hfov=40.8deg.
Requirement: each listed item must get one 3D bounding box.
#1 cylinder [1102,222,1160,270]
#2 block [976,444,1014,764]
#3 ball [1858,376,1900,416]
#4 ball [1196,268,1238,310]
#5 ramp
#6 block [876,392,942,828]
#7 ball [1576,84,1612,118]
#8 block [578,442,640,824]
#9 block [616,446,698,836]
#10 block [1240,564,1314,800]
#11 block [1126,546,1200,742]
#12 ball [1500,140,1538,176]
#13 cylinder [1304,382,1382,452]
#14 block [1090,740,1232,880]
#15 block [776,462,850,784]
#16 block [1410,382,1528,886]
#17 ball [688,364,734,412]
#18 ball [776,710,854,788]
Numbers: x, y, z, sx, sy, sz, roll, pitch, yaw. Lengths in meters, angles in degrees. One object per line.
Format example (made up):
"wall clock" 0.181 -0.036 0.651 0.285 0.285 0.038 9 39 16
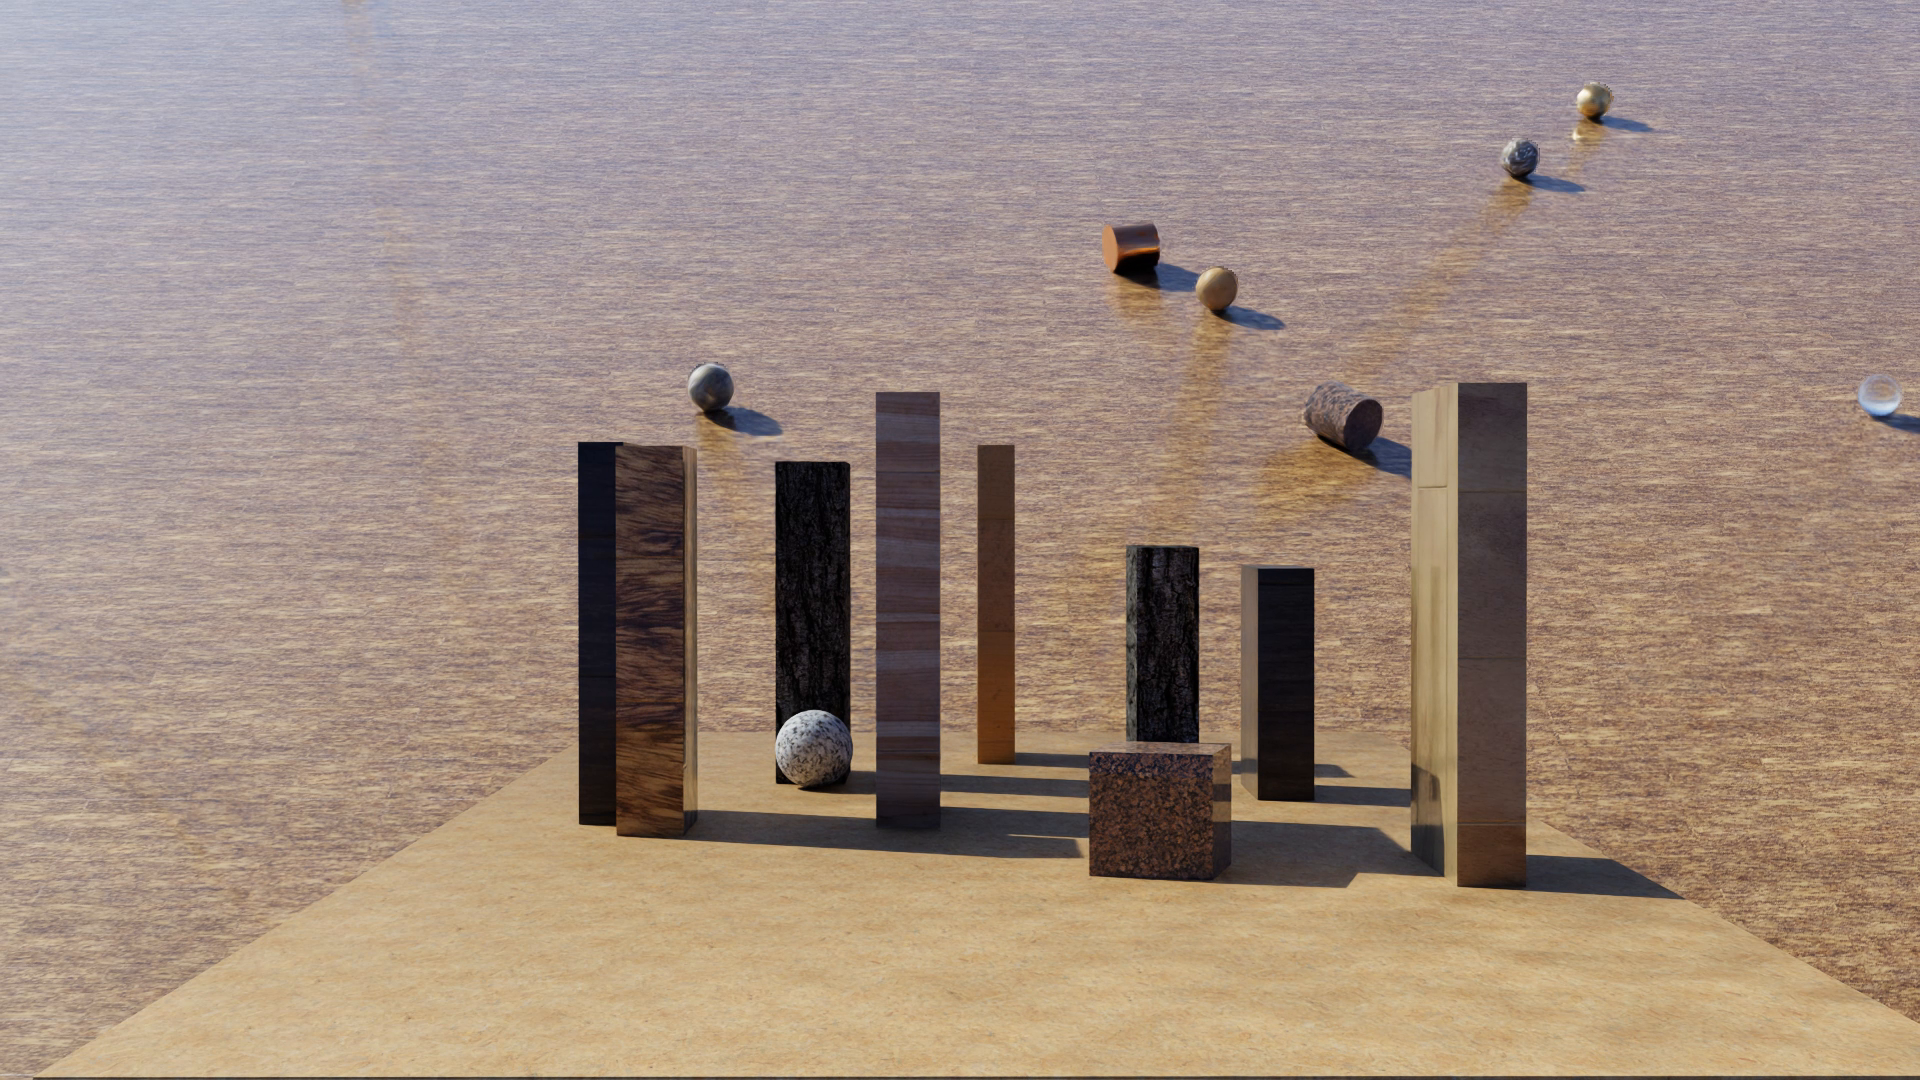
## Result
"cylinder" 0.637 -1.091 9.603 0.165 0.165 0.165 -8 29 -15
"block" 0.081 0.143 5.926 0.083 0.715 0.280 0 1 0
"ball" 3.013 -0.473 8.470 0.134 0.134 0.134 0 28 0
"ball" 0.919 -0.900 9.260 0.149 0.149 0.149 0 28 0
"ramp" 0.063 0.566 4.606 2.000 0.100 4.000 0 1 0
"block" -0.094 0.123 4.799 0.115 0.781 0.330 0 1 0
"ball" 2.730 -1.890 11.131 0.144 0.144 0.144 0 28 0
"block" -0.650 0.167 4.819 0.082 0.694 0.287 0 1 0
"block" -0.542 0.175 4.634 0.117 0.682 0.247 0 1 0
"block" 0.639 0.281 5.211 0.111 0.455 0.302 0 1 0
"block" 0.338 0.265 4.329 0.101 0.509 0.260 0 1 0
"ball" 2.270 -1.549 10.483 0.150 0.150 0.150 0 28 0
"cylinder" 1.229 -0.398 8.285 0.176 0.176 0.176 -20 34 -32
"block" 0.319 0.426 4.092 0.194 0.194 0.194 0 1 14
"block" -0.311 0.171 5.508 0.144 0.670 0.279 0 1 0
"block" 0.804 0.141 4.102 0.105 0.762 0.399 0 1 0
"ball" -0.821 -0.502 8.503 0.154 0.154 0.154 0 28 0
"ball" -0.299 0.428 5.292 0.160 0.160 0.160 0 28 0
